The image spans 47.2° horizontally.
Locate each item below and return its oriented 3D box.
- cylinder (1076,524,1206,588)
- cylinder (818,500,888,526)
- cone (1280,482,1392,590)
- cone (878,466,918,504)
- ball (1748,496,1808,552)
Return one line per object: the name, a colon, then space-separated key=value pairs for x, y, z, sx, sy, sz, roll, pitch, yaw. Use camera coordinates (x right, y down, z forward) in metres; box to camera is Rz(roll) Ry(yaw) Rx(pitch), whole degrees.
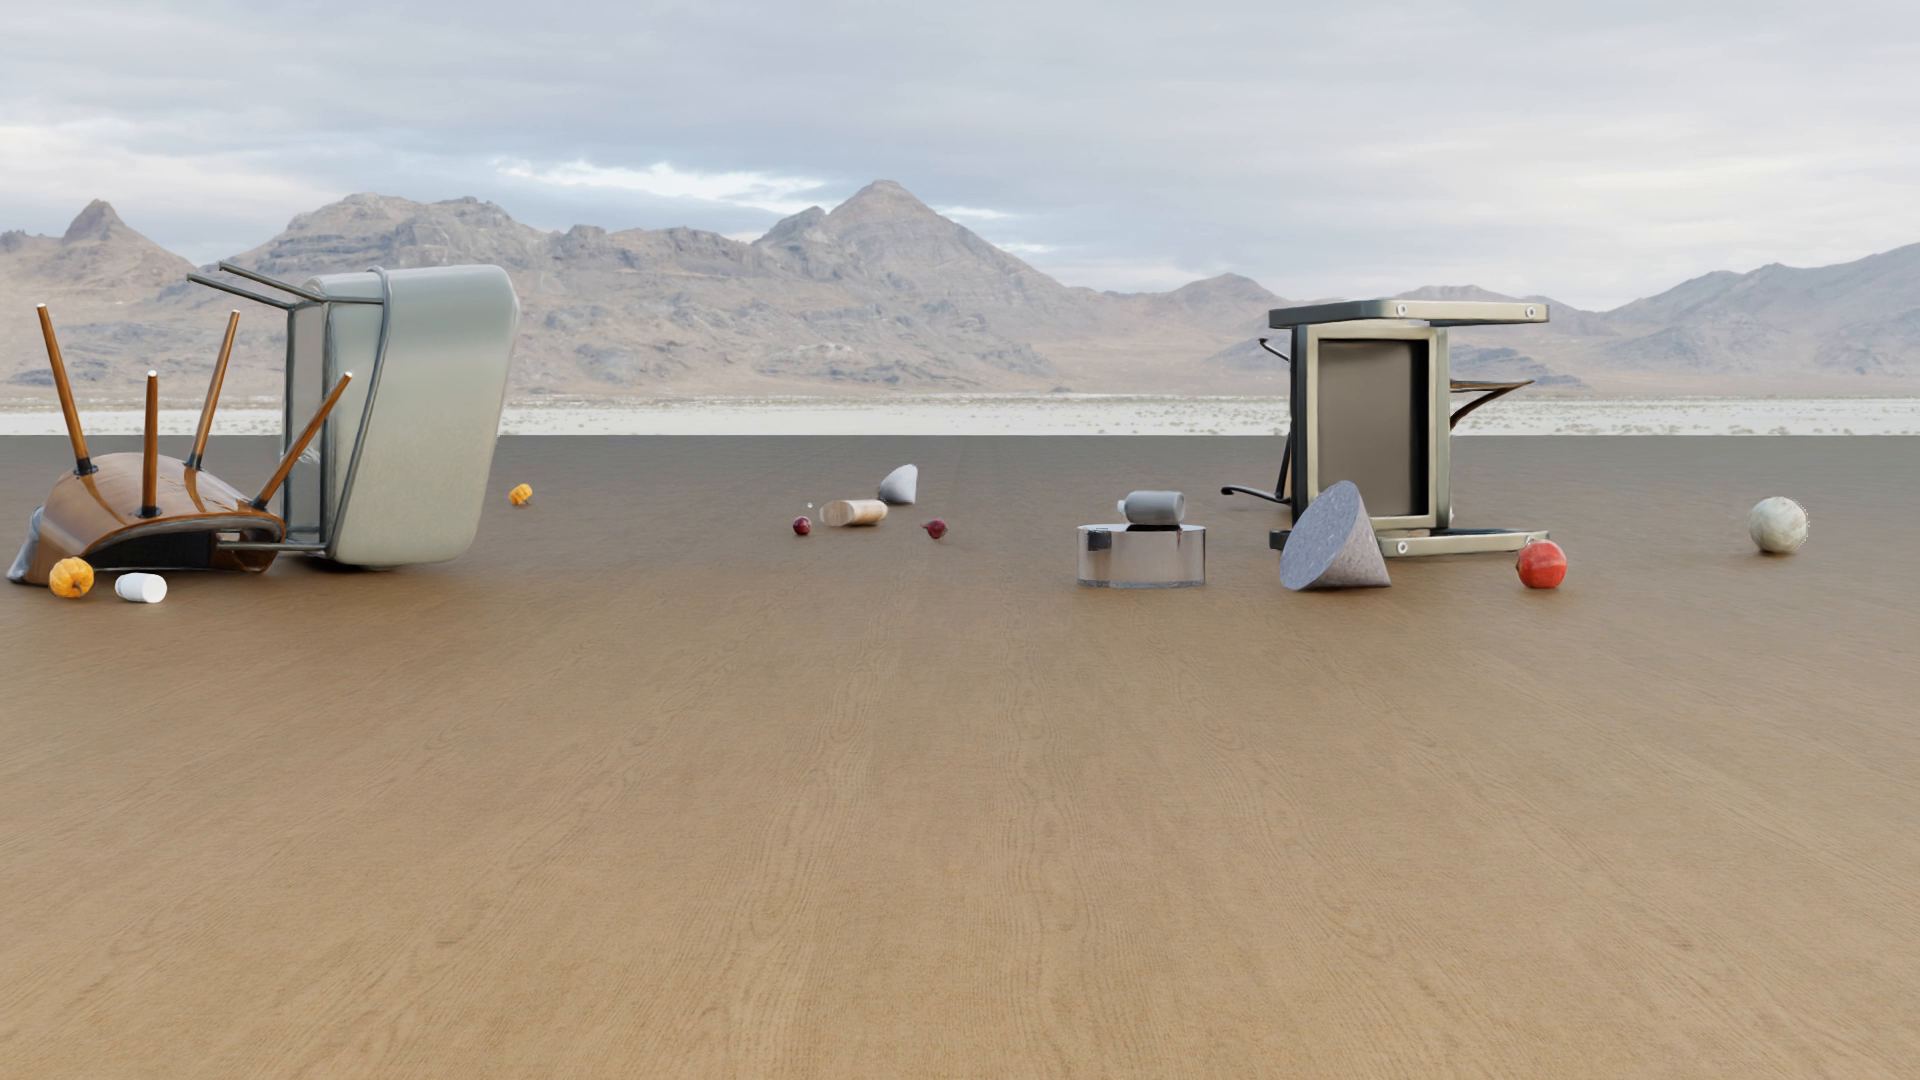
cylinder: x=0.420 y=0.035 z=5.093 sx=0.300 sy=0.129 sz=0.295 roll=-3 pitch=5 yaw=-41
cylinder: x=-0.351 y=-0.090 z=7.246 sx=0.176 sy=0.083 sz=0.151 roll=-4 pitch=0 yaw=45
cone: x=0.898 y=0.047 z=4.990 sx=0.219 sy=0.273 sz=0.314 roll=33 pitch=28 yaw=-15
cone: x=-0.212 y=-0.180 z=8.617 sx=0.193 sy=0.117 sz=0.208 roll=-36 pitch=-26 yaw=-9
ball: x=2.248 y=-0.042 z=6.049 sx=0.153 sy=0.153 sz=0.153 roll=0 pitch=4 yaw=0
